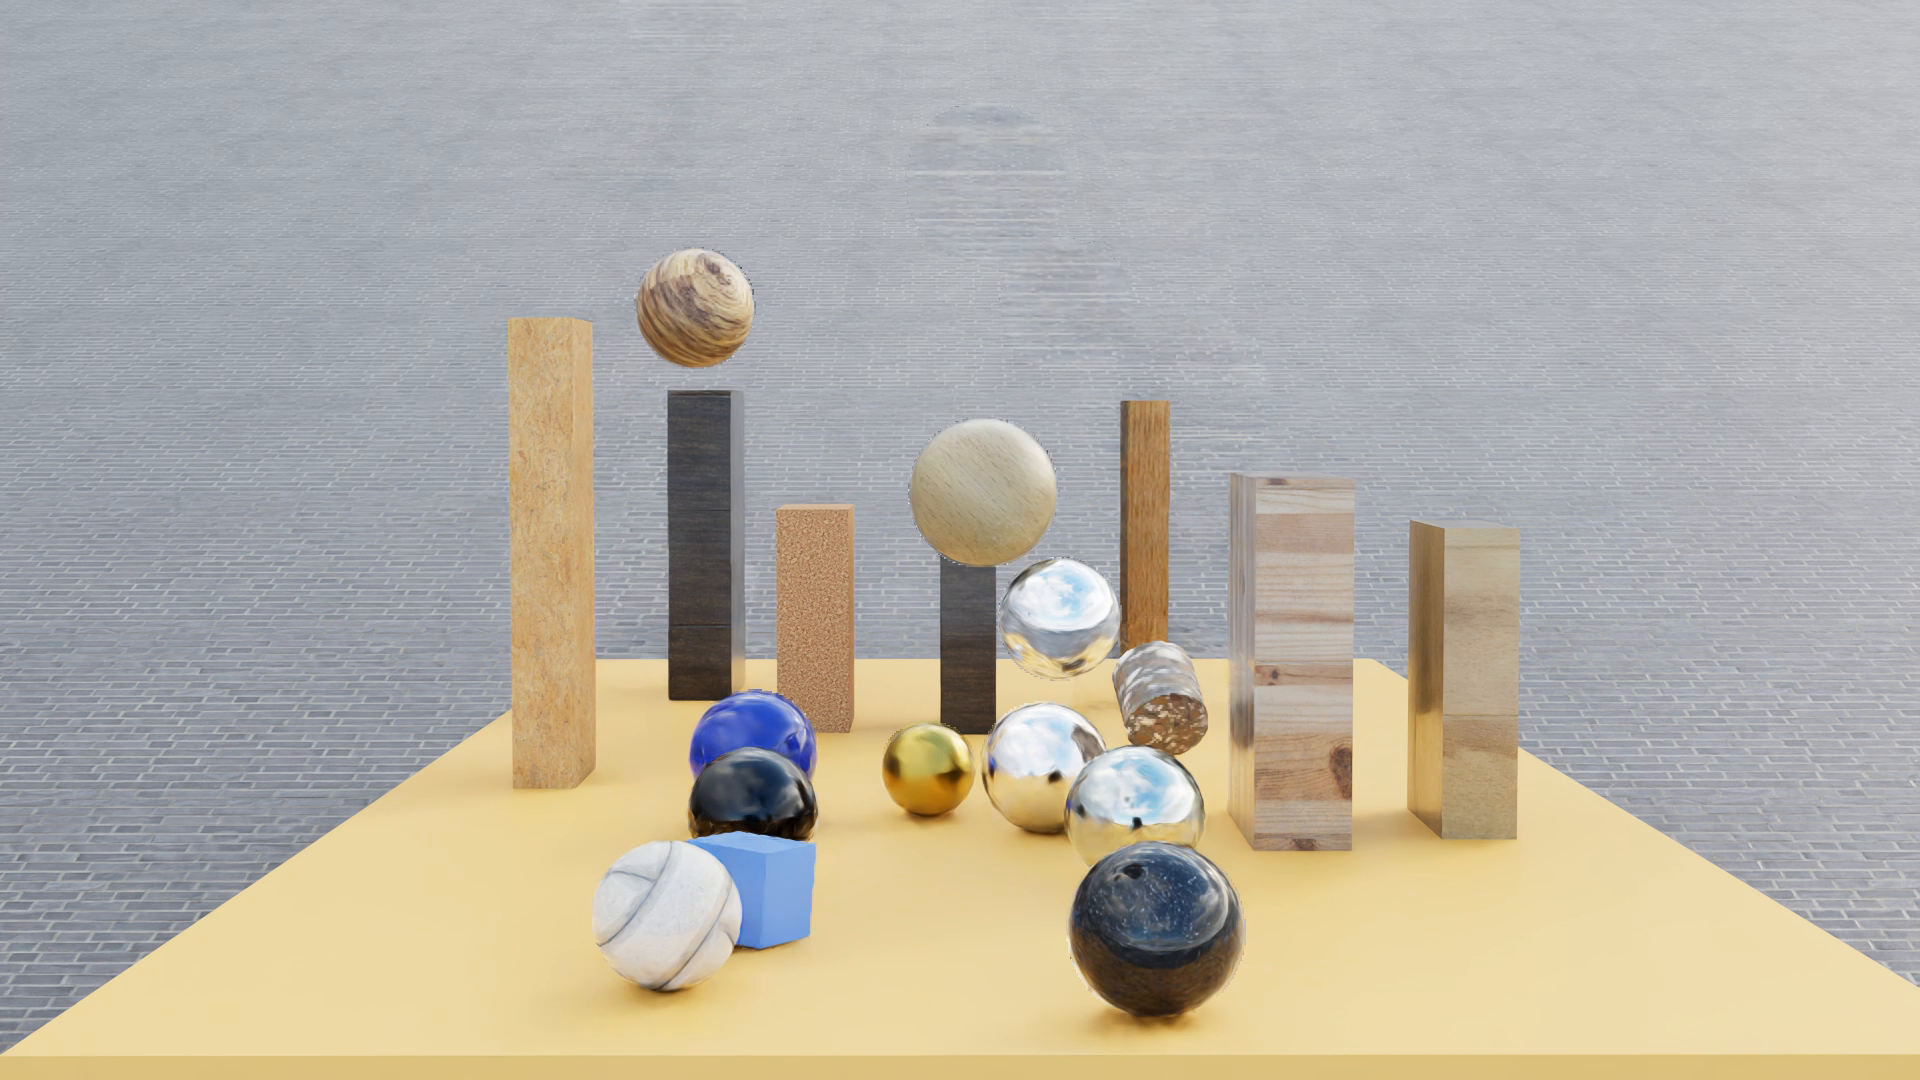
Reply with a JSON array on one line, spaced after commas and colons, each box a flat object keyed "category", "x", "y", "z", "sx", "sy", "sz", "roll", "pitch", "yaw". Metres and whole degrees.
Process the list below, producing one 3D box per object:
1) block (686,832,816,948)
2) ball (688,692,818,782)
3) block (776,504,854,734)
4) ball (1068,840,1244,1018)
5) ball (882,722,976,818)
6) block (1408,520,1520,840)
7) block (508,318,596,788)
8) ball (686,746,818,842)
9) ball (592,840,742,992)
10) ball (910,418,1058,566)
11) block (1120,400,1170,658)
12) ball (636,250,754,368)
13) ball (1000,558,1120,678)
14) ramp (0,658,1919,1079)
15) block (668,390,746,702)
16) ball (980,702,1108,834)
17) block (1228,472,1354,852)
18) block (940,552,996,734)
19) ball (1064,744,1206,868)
[{"category": "block", "x": -0.253, "y": 0.417, "z": 3.076, "sx": 0.112, "sy": 0.112, "sz": 0.112, "roll": 6, "pitch": 2, "yaw": 28}, {"category": "ball", "x": -0.320, "y": 0.334, "z": 3.977, "sx": 0.199, "sy": 0.199, "sz": 0.199, "roll": 0, "pitch": 22, "yaw": 0}, {"category": "block", "x": -0.289, "y": 0.152, "z": 5.172, "sx": 0.141, "sy": 0.439, "sz": 0.281, "roll": 0, "pitch": 3, "yaw": 0}, {"category": "ball", "x": 0.205, "y": 0.407, "z": 2.693, "sx": 0.184, "sy": 0.184, "sz": 0.184, "roll": 0, "pitch": 22, "yaw": 0}, {"category": "ball", "x": -0.049, "y": 0.358, "z": 4.009, "sx": 0.146, "sy": 0.146, "sz": 0.146, "roll": 0, "pitch": 22, "yaw": 0}, {"category": "block", "x": 0.767, "y": 0.205, "z": 3.931, "sx": 0.111, "sy": 0.460, "sz": 0.293, "roll": 0, "pitch": 3, "yaw": 0}, {"category": "block", "x": -0.697, "y": 0.017, "z": 4.411, "sx": 0.105, "sy": 0.787, "sz": 0.246, "roll": 0, "pitch": 3, "yaw": 0}, {"category": "ball", "x": -0.282, "y": 0.370, "z": 3.487, "sx": 0.178, "sy": 0.178, "sz": 0.178, "roll": 0, "pitch": 22, "yaw": 0}, {"category": "ball", "x": -0.321, "y": 0.411, "z": 2.815, "sx": 0.164, "sy": 0.164, "sz": 0.164, "roll": 0, "pitch": 22, "yaw": 0}, {"category": "ball", "x": 0.025, "y": -0.051, "z": 2.730, "sx": 0.157, "sy": 0.157, "sz": 0.157, "roll": 0, "pitch": 22, "yaw": 0}, {"category": "block", "x": 0.392, "y": 0.030, "z": 5.483, "sx": 0.086, "sy": 0.651, "sz": 0.248, "roll": 0, "pitch": 3, "yaw": 0}, {"category": "ball", "x": -0.288, "y": -0.251, "z": 2.790, "sx": 0.128, "sy": 0.128, "sz": 0.128, "roll": 0, "pitch": 22, "yaw": 0}, {"category": "ball", "x": 0.102, "y": 0.080, "z": 2.637, "sx": 0.124, "sy": 0.124, "sz": 0.124, "roll": 0, "pitch": 22, "yaw": 0}, {"category": "ramp", "x": 0.050, "y": 0.455, "z": 4.532, "sx": 2.000, "sy": 0.100, "sz": 4.000, "roll": 0, "pitch": 3, "yaw": 0}, {"category": "block", "x": -0.565, "y": 0.004, "z": 5.760, "sx": 0.136, "sy": 0.676, "sz": 0.365, "roll": 0, "pitch": 3, "yaw": 0}, {"category": "ball", "x": 0.128, "y": 0.342, "z": 3.858, "sx": 0.195, "sy": 0.195, "sz": 0.195, "roll": 0, "pitch": 22, "yaw": 0}, {"category": "block", "x": 0.493, "y": 0.170, "z": 3.866, "sx": 0.141, "sy": 0.536, "sz": 0.366, "roll": 0, "pitch": 3, "yaw": 0}, {"category": "block", "x": 0.016, "y": 0.138, "z": 5.133, "sx": 0.109, "sy": 0.471, "sz": 0.255, "roll": 0, "pitch": 3, "yaw": 0}, {"category": "ball", "x": 0.234, "y": 0.367, "z": 3.434, "sx": 0.187, "sy": 0.187, "sz": 0.187, "roll": 0, "pitch": 22, "yaw": 0}]
